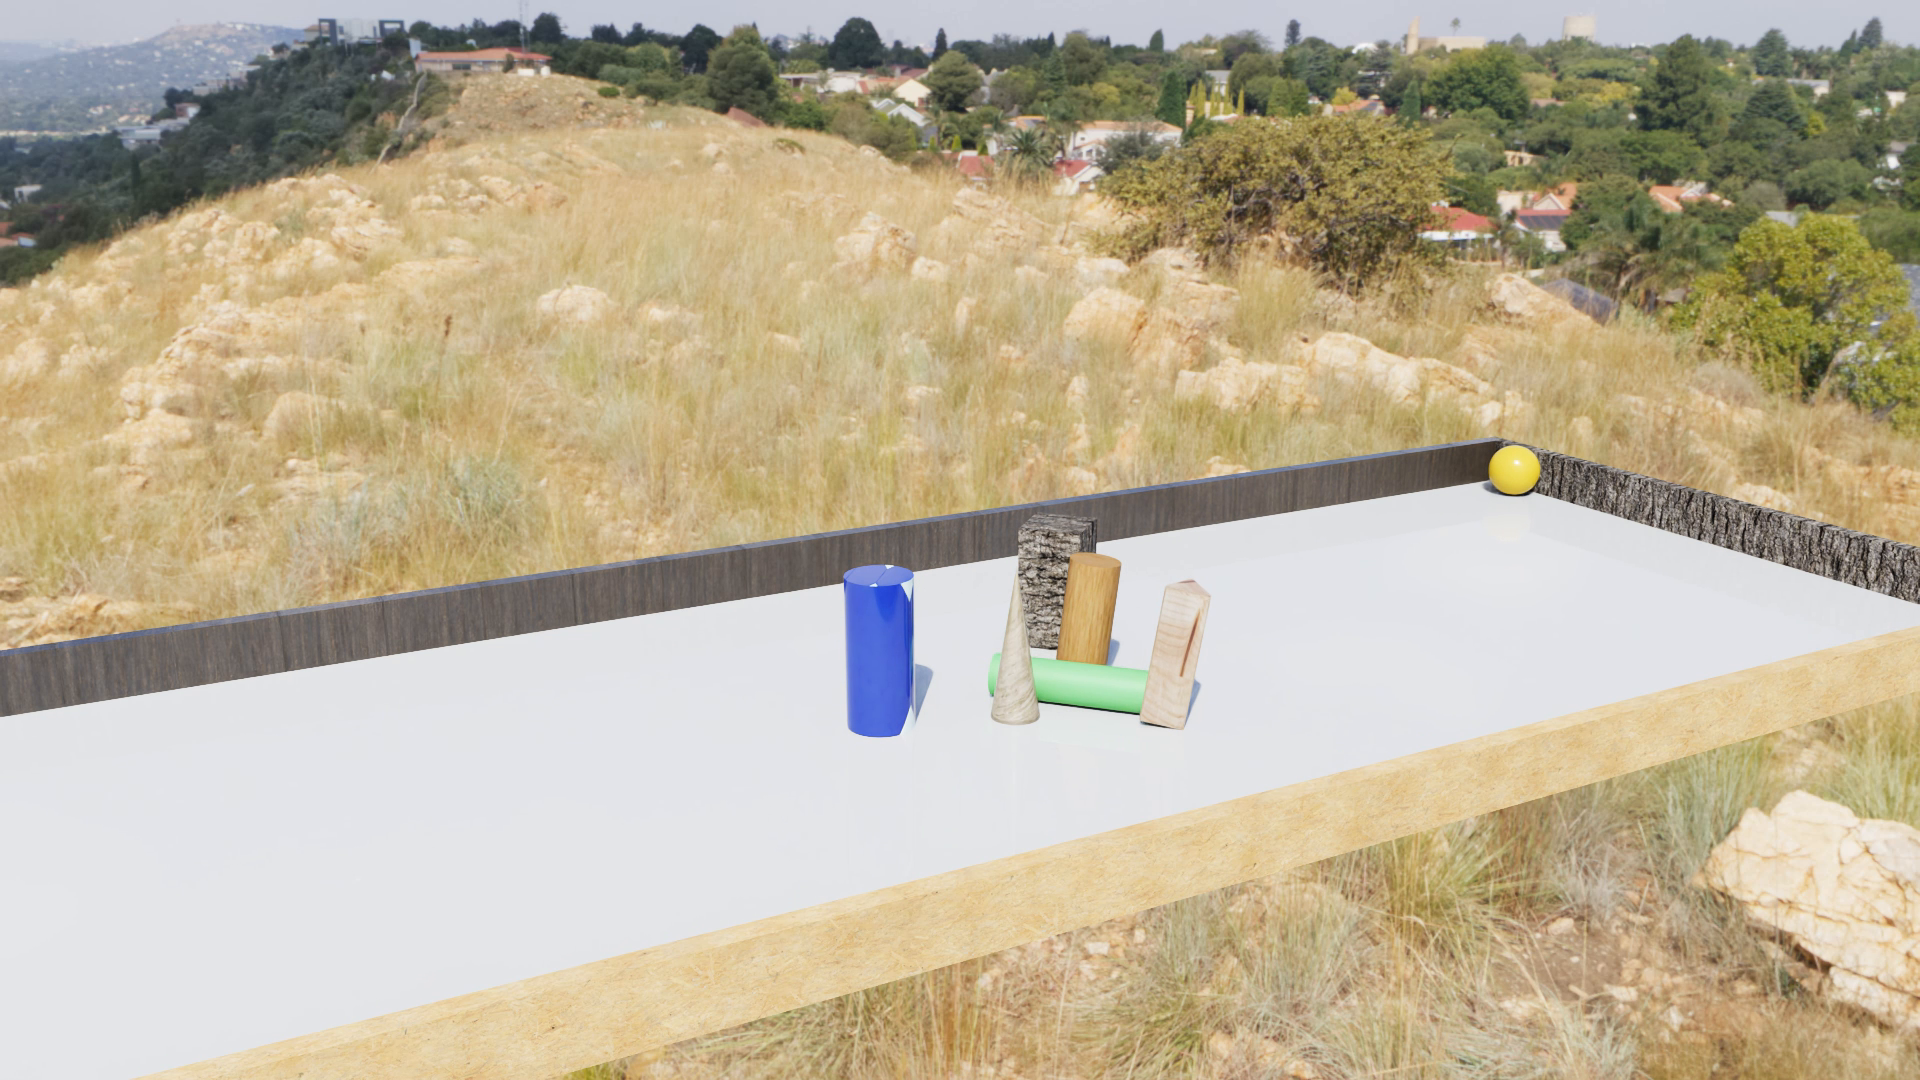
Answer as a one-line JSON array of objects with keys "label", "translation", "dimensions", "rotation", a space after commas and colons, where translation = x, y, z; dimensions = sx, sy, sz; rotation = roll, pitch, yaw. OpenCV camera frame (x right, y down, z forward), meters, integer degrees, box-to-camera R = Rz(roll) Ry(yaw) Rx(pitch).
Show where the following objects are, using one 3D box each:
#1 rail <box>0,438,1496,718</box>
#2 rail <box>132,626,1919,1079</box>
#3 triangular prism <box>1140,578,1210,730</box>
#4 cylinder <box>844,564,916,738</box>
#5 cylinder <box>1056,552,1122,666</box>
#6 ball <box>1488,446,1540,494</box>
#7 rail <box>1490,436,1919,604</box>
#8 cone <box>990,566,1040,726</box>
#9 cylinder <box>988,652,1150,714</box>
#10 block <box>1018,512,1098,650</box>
[{"label": "rail", "translation": [-3.305, 0.497, 3.399], "dimensions": [12.000, 0.150, 0.050], "rotation": [-9, 18, -27]}, {"label": "rail", "translation": [-2.336, 1.006, 1.665], "dimensions": [12.000, 0.150, 0.050], "rotation": [-9, 18, -27]}, {"label": "triangular prism", "translation": [0.505, 0.261, 3.844], "dimensions": [0.104, 0.338, 0.090], "rotation": [12, 19, 10]}, {"label": "cylinder", "translation": [-0.186, 0.257, 3.829], "dimensions": [0.162, 0.367, 0.162], "rotation": [0, 16, 0]}, {"label": "cylinder", "translation": [0.315, 0.201, 4.086], "dimensions": [0.128, 0.317, 0.128], "rotation": [6, 15, -2]}, {"label": "ball", "translation": [1.979, -0.250, 5.890], "dimensions": [0.177, 0.177, 0.177], "rotation": [0, 16, 0]}, {"label": "rail", "translation": [2.466, -0.048, 5.253], "dimensions": [0.050, 0.150, 2.100], "rotation": [-9, 18, -27]}, {"label": "cone", "translation": [0.132, 0.239, 3.876], "dimensions": [0.119, 0.375, 0.119], "rotation": [0, 16, 0]}, {"label": "cylinder", "translation": [0.268, 0.346, 3.992], "dimensions": [0.389, 0.104, 0.104], "rotation": [6, 17, 18]}, {"label": "block", "translation": [0.259, 0.112, 4.396], "dimensions": [0.166, 0.326, 0.166], "rotation": [6, 17, 19]}]
